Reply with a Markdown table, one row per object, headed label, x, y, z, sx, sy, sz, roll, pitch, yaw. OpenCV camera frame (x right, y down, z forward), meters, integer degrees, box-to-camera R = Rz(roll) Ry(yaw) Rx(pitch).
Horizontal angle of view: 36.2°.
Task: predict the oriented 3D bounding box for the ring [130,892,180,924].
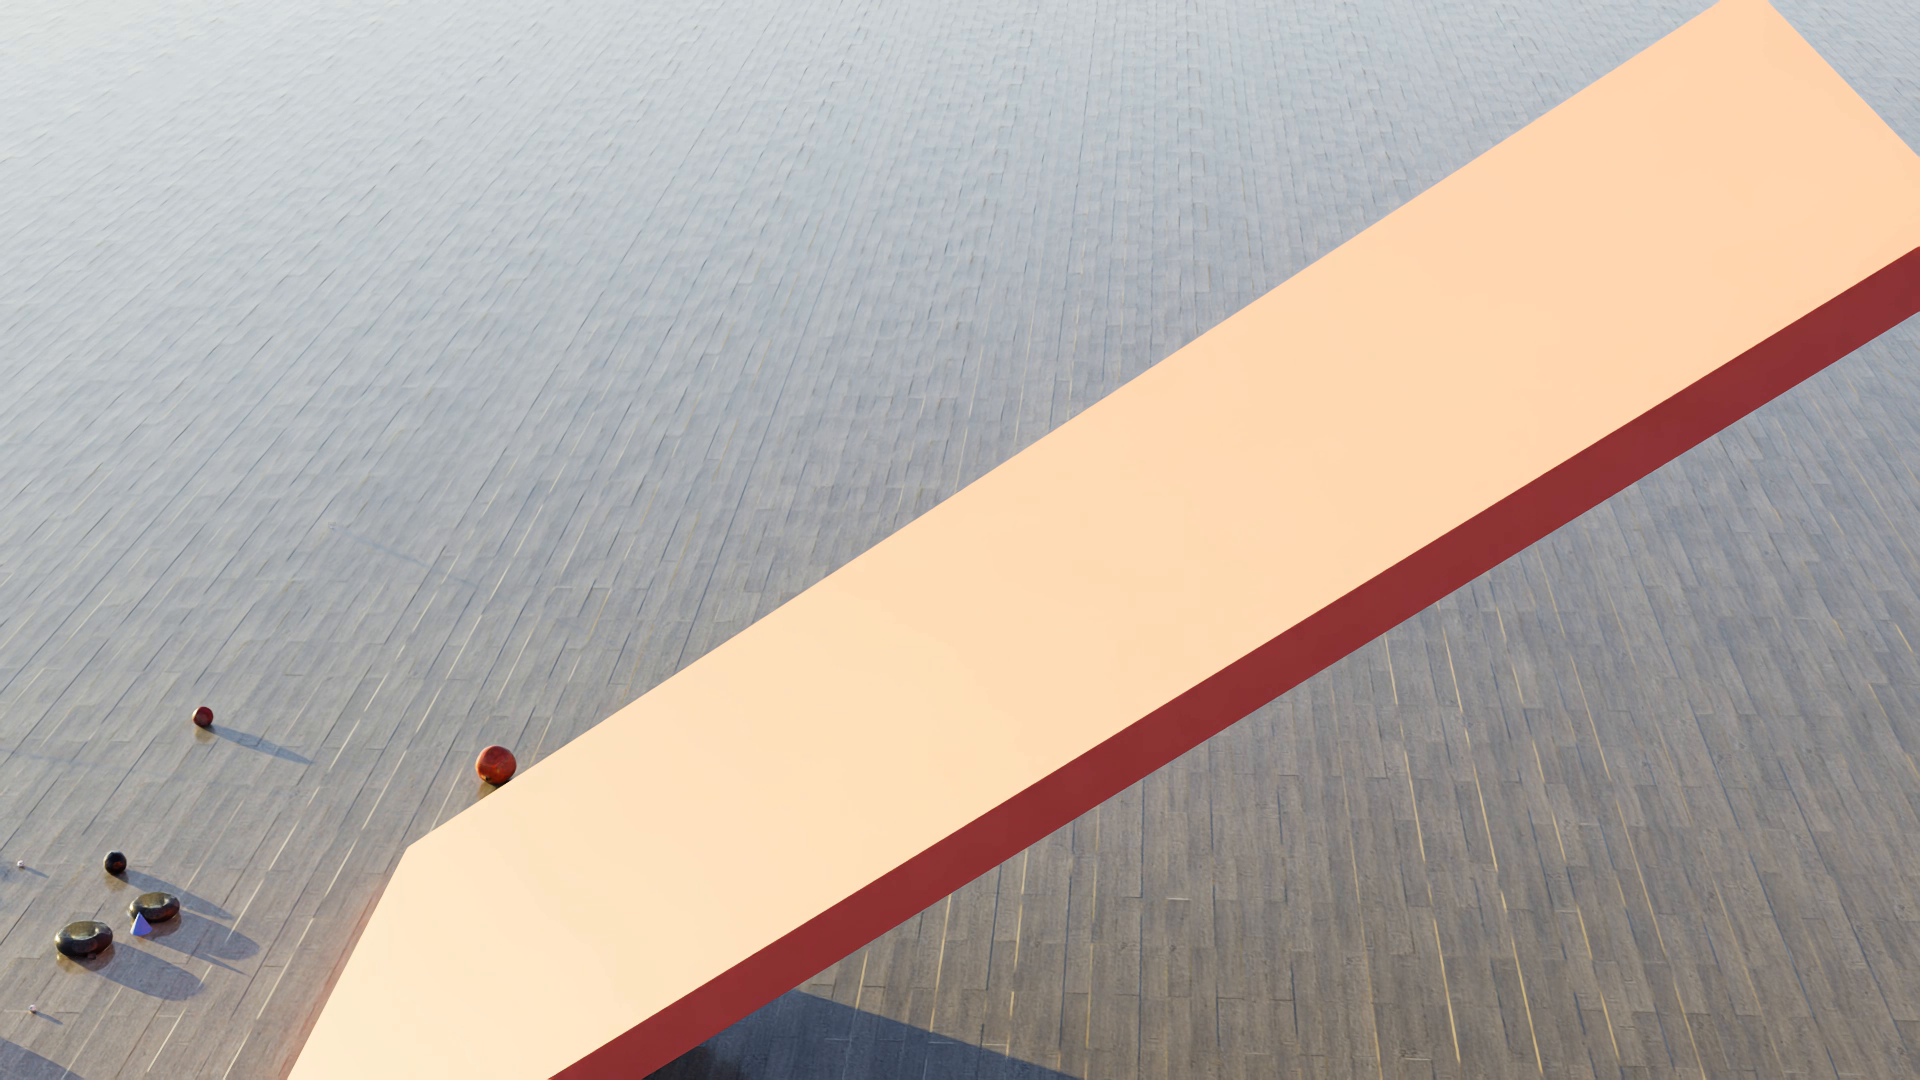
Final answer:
| label | x | y | z | sx | sy | sz | roll | pitch | yaw |
| --- | --- | --- | --- | --- | --- | --- | --- | --- | --- |
| ring | -2.072 | 0.946 | 7.566 | 0.127 | 0.042 | 0.127 | 1 | 22 | 0 |

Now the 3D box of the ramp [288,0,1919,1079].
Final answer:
| label | x | y | z | sx | sy | sz | roll | pitch | yaw |
| --- | --- | --- | --- | --- | --- | --- | --- | --- | --- |
| ramp | 0.135 | 0.174 | 6.308 | 4.000 | 0.100 | 2.000 | -33 | 16 | 15 |

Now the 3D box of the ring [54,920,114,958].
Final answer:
| label | x | y | z | sx | sy | sz | roll | pitch | yaw |
| --- | --- | --- | --- | --- | --- | --- | --- | --- | --- |
| ring | -2.208 | 1.005 | 7.410 | 0.143 | 0.048 | 0.143 | 1 | 23 | 0 |

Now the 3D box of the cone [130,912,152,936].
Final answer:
| label | x | y | z | sx | sy | sz | roll | pitch | yaw |
| --- | --- | --- | --- | --- | --- | --- | --- | --- | --- |
| cone | -2.087 | 0.970 | 7.488 | 0.054 | 0.054 | 0.054 | 0 | 22 | 0 |
